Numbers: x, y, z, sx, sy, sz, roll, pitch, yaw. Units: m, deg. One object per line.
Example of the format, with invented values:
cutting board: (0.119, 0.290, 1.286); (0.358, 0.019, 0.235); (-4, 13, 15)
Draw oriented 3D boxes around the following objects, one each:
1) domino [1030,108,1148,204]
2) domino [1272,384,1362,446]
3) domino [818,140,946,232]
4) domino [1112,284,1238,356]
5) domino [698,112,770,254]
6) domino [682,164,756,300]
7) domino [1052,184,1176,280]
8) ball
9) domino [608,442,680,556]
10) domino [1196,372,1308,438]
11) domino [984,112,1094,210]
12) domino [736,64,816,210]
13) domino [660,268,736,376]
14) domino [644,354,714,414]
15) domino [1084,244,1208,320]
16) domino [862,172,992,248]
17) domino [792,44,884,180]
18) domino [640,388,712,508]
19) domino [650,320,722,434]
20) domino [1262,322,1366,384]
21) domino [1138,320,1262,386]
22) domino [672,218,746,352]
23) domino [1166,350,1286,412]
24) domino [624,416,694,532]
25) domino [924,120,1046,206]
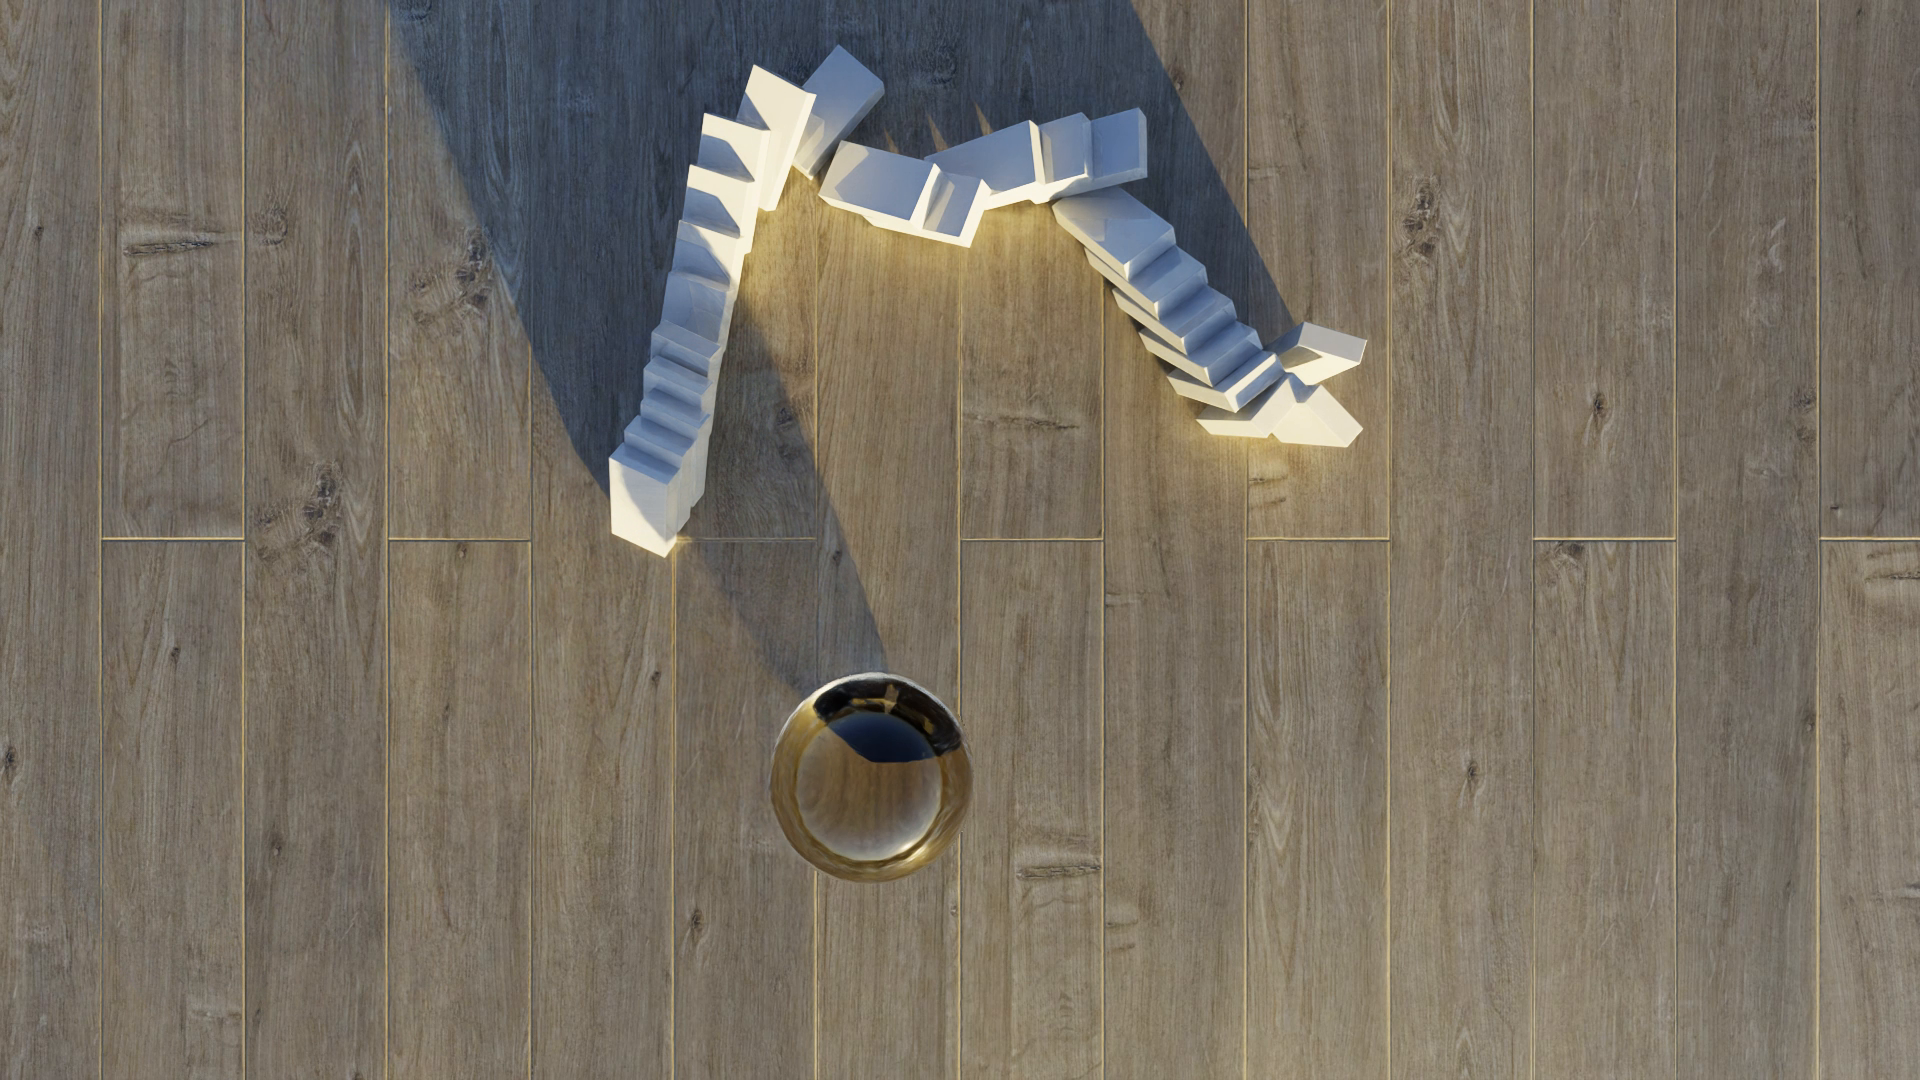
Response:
domino: (0.052, -0.160, 0.383); (0.050, 0.010, 0.025); (-2, 85, 30)
domino: (0.138, -0.051, 0.373); (0.025, 0.050, 0.010); (41, 90, -13)
domino: (-0.033, -0.149, 0.384); (0.050, 0.010, 0.025); (25, 93, 27)
domino: (0.088, -0.098, 0.379); (0.025, 0.009, 0.050); (-37, 45, 0)
domino: (-0.097, -0.149, 0.385); (0.025, 0.010, 0.050); (17, 116, 1)
domino: (-0.103, -0.128, 0.385); (0.025, 0.010, 0.050); (18, 116, 1)
domino: (0.064, -0.132, 0.383); (0.025, 0.009, 0.050); (-38, 58, 0)
ball: (-0.034, 0.092, 0.360); (0.080, 0.080, 0.080); (0, 90, 0)
domino: (-0.130, -0.016, 0.378); (0.025, 0.050, 0.009); (25, 50, 0)
domino: (0.118, -0.055, 0.375); (0.009, 0.050, 0.025); (41, 90, -13)
domino: (0.030, -0.158, 0.383); (0.050, 0.010, 0.025); (-3, 89, 30)
domino: (-0.082, -0.168, 0.385); (0.025, 0.009, 0.050); (28, 115, 0)
domino: (-0.112, -0.085, 0.385); (0.025, 0.009, 0.050); (19, 116, 0)
domino: (-0.117, -0.050, 0.378); (0.025, 0.050, 0.010); (25, 50, 0)
domino: (0.077, -0.114, 0.381); (0.025, 0.009, 0.050); (-37, 53, 0)
domino: (-0.014, -0.141, 0.384); (0.050, 0.010, 0.025); (22, 92, 27)
domino: (-0.059, -0.184, 0.395); (0.025, 0.009, 0.050); (40, 90, 0)
domino: (-0.118, -0.037, 0.378); (0.025, 0.050, 0.009); (25, 50, 0)
domino: (-0.114, -0.064, 0.378); (0.025, 0.050, 0.010); (25, 48, 0)
domino: (0.142, -0.075, 0.375); (0.025, 0.050, 0.009); (17, 90, 0)
domino: (0.098, -0.082, 0.377); (0.025, 0.050, 0.010); (-37, 126, 0)
domino: (-0.108, -0.106, 0.385); (0.025, 0.009, 0.050); (18, 116, 0)
domino: (0.108, -0.068, 0.375); (0.025, 0.050, 0.009); (-38, 112, 0)
domino: (-0.124, -0.026, 0.378); (0.025, 0.050, 0.010); (25, 50, 0)
domino: (0.010, -0.154, 0.384); (0.050, 0.010, 0.025); (-6, 90, 30)
